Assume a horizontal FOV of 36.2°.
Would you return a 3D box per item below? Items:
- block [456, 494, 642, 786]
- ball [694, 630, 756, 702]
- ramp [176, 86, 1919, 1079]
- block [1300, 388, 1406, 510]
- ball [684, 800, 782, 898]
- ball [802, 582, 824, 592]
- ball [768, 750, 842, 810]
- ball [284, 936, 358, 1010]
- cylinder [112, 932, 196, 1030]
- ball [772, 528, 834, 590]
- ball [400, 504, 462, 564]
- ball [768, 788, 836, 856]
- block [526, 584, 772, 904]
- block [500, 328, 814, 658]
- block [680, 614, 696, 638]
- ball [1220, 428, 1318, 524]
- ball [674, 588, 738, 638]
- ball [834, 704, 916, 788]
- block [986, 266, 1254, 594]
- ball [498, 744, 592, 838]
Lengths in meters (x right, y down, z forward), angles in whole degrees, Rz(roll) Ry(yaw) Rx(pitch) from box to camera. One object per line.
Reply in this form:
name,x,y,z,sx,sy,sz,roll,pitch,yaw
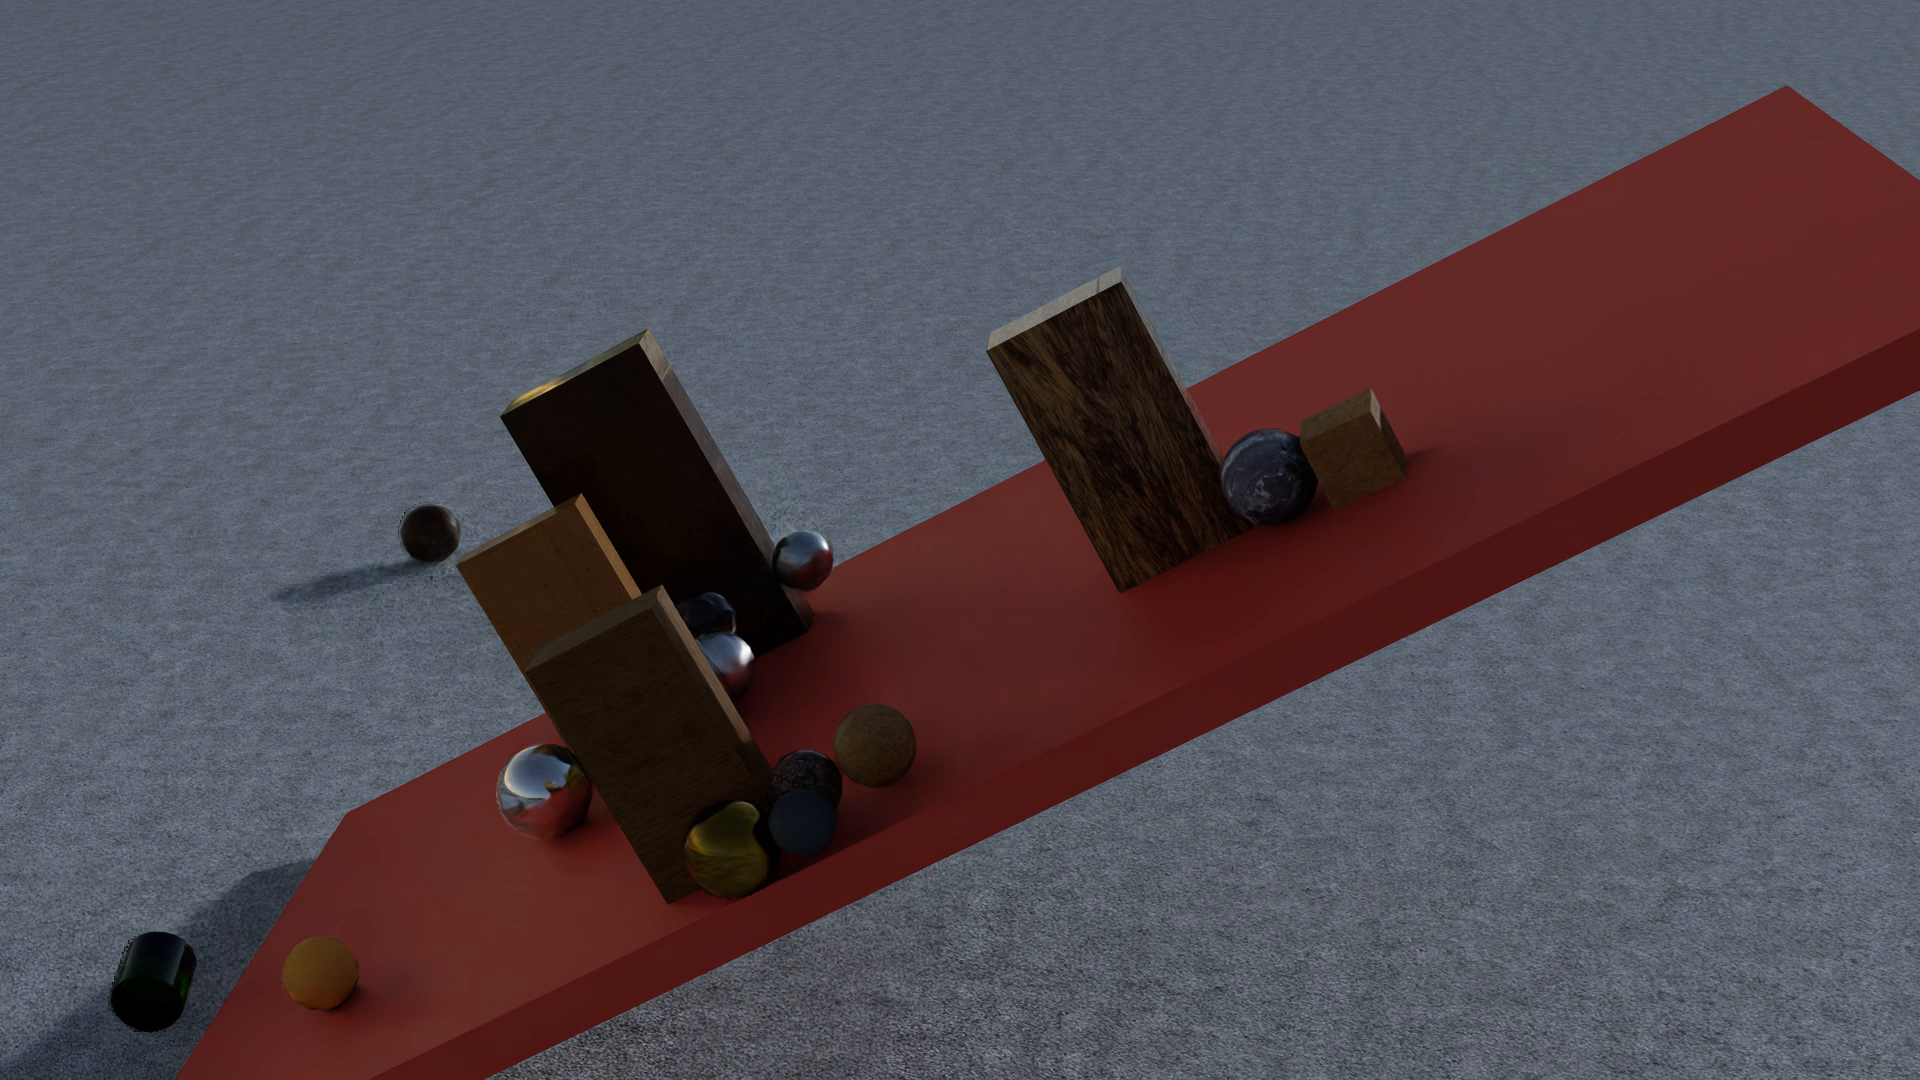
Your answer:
block,-0.836,0.225,6.578,0.308,0.590,0.083,-27,14,11
ball,-0.539,0.284,6.563,0.167,0.167,0.167,0,18,0
ramp,0.141,0.167,6.282,4.000,0.100,2.000,-27,14,11
block,0.766,-0.178,5.736,0.151,0.151,0.151,-25,15,16
ball,-0.419,0.567,5.410,0.179,0.179,0.179,0,18,0
ball,-0.378,0.065,7.064,0.124,0.124,0.124,0,18,0
ball,-0.292,0.466,5.546,0.142,0.142,0.142,0,18,0
ball,-1.323,0.897,6.091,0.154,0.154,0.154,0,18,0
cylinder,-1.821,0.997,6.645,0.158,0.158,0.158,-1,30,-2
ball,-0.367,0.046,6.857,0.144,0.144,0.144,0,18,0
ball,-1.774,-0.022,9.859,0.199,0.199,0.199,0,18,0
ball,-0.287,0.514,5.357,0.123,0.123,0.123,0,18,0
block,-0.560,0.390,5.578,0.274,0.532,0.135,-27,14,11
block,-0.705,-0.056,6.899,0.374,0.786,0.144,-27,14,11
block,-0.690,0.321,6.783,0.191,0.191,0.191,-26,14,12
ball,0.609,-0.125,5.783,0.191,0.191,0.191,0,18,0
ball,-0.583,0.186,6.682,0.154,0.154,0.154,0,18,0
ball,-0.161,0.387,5.542,0.157,0.157,0.157,0,18,0
block,0.322,-0.220,5.897,0.300,0.568,0.147,-27,14,11
ball,-0.901,0.544,6.390,0.204,0.204,0.204,0,18,0
